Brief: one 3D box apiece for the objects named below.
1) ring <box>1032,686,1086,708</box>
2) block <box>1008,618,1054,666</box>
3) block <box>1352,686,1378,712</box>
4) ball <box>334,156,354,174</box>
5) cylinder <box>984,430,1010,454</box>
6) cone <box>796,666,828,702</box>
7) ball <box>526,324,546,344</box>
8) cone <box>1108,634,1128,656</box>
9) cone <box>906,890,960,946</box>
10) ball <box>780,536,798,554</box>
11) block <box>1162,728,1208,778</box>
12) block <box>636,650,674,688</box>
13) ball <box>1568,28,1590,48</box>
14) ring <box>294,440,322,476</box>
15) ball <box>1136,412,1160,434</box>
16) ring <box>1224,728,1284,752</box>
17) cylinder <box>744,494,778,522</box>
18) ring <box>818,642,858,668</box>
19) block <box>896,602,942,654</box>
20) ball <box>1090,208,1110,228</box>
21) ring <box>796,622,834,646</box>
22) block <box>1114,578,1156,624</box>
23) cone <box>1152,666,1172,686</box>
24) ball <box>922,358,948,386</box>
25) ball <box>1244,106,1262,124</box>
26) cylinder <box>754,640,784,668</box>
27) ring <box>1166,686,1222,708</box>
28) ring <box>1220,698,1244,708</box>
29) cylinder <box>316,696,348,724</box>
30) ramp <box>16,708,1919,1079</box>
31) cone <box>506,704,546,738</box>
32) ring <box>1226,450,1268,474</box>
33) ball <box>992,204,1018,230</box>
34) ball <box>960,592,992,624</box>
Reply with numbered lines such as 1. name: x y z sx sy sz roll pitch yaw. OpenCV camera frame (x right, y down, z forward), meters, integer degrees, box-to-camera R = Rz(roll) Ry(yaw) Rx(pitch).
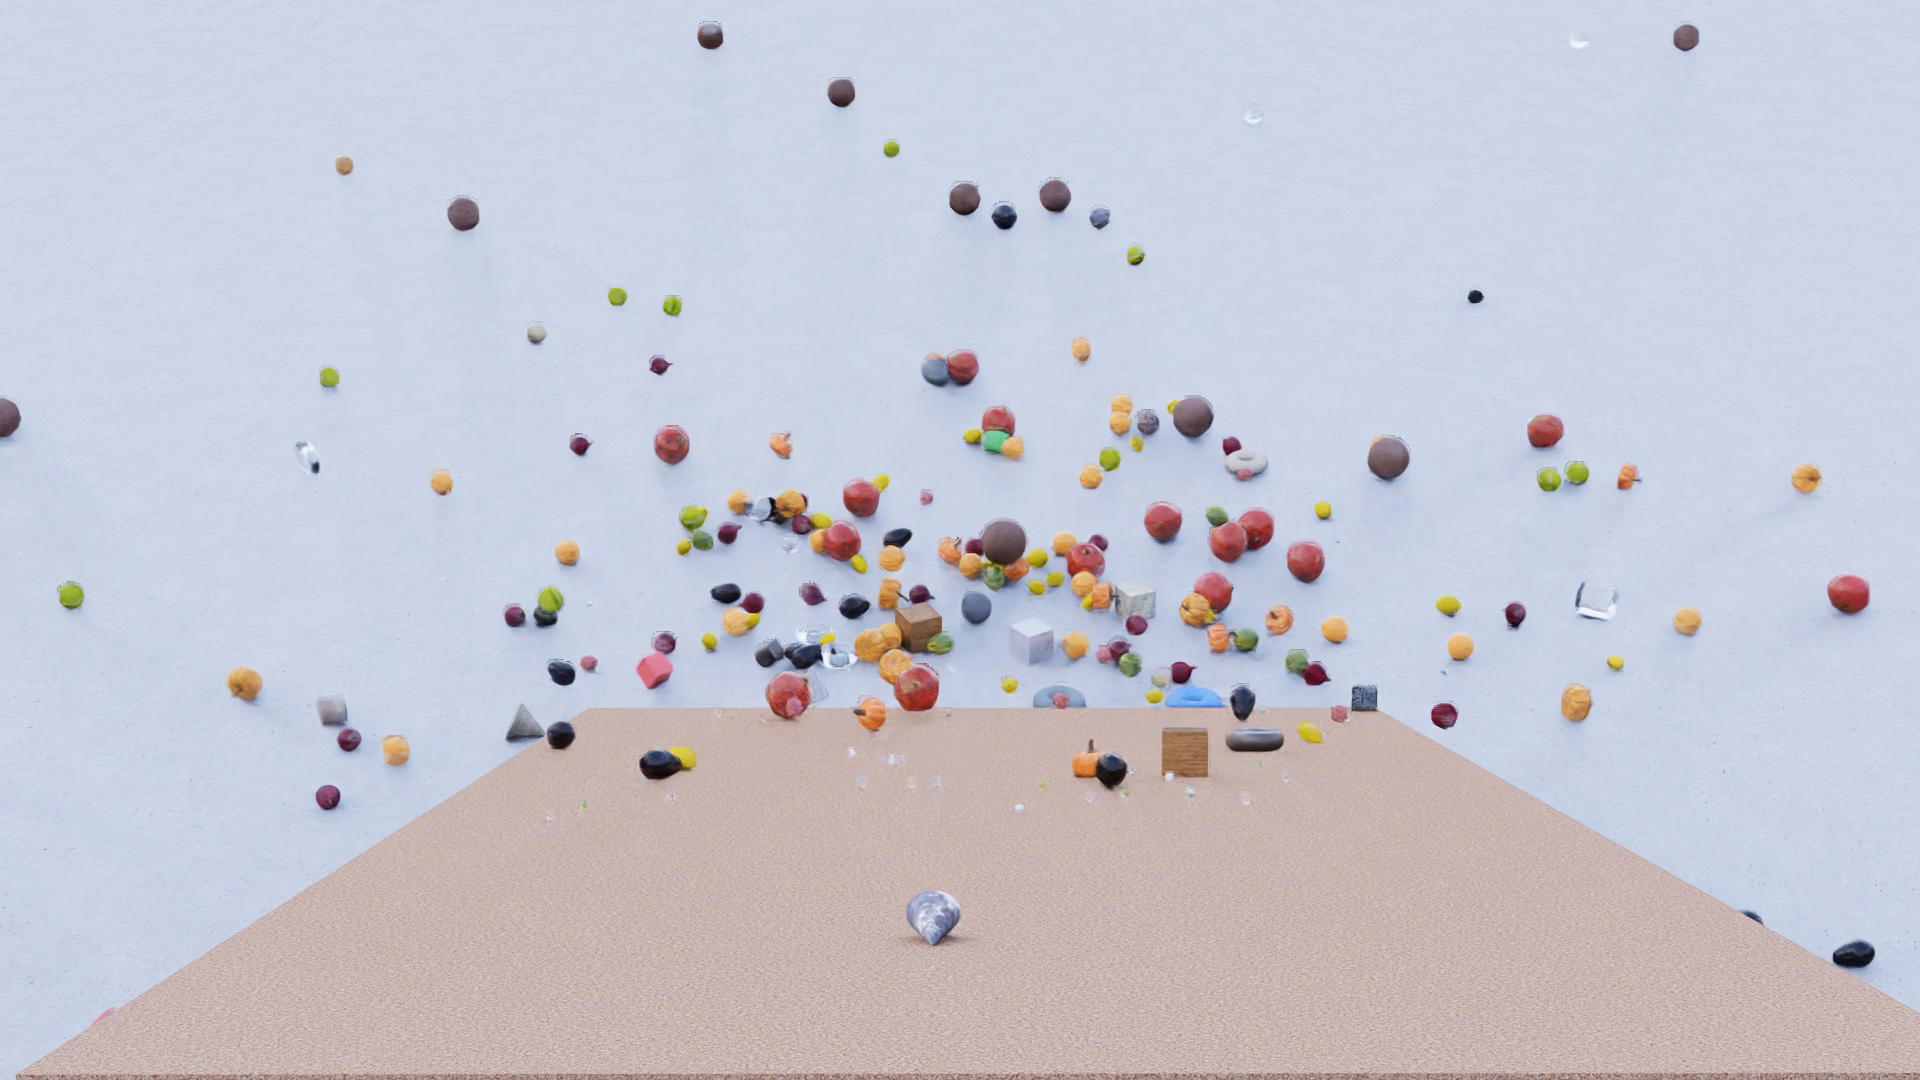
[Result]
1. ring: 0.259 0.424 6.728 0.139 0.046 0.139 1 25 0
2. block: 0.193 0.275 6.991 0.086 0.086 0.086 -18 31 -33
3. block: 1.021 0.398 6.494 0.060 0.060 0.060 0 2 13
4. ball: -2.589 -1.576 10.842 0.081 0.081 0.081 0 26 0
5. cylinder: 0.118 -0.312 8.233 0.066 0.066 0.066 6 26 13
6. cone: -0.390 0.367 6.794 0.090 0.090 0.090 0 26 0
7. ball: -1.492 -0.728 9.092 0.070 0.070 0.070 0 26 0
8. cone: 0.419 0.288 7.029 0.057 0.057 0.057 -13 -1 -25
9. cone: -0.034 0.496 3.285 0.071 0.071 0.071 0 28 1
10. ball: -0.499 0.014 7.570 0.053 0.053 0.053 0 26 0
11. block: 0.446 0.420 5.105 0.090 0.090 0.090 0 1 6
12. block: -0.810 0.345 6.845 0.062 0.062 0.062 -24 70 -40
13. ball: 3.040 -2.462 12.659 0.100 0.100 0.100 0 26 0
14. ring: -2.038 -0.256 8.059 0.039 0.117 0.117 -30 38 -35
15. ball: 0.611 -0.380 8.361 0.077 0.077 0.077 0 26 0
16. ring: 0.636 0.431 5.575 0.129 0.043 0.129 -1 2 0
17. cylinder: -0.599 -0.096 7.752 0.077 0.077 0.077 -16 14 -30
18. ring: -0.330 0.311 6.972 0.112 0.037 0.112 1 26 0
19. block: -0.113 0.241 7.051 0.096 0.096 0.096 -12 28 -24
20. ball: 0.554 -1.275 10.215 0.081 0.081 0.081 0 26 0
21. ring: -0.399 0.259 7.084 0.105 0.035 0.105 0 27 0
22. block: 0.490 0.171 7.209 0.084 0.084 0.084 -12 28 -24
23. cone: 0.544 0.373 6.813 0.058 0.058 0.058 -8 23 -16
24. ball: -0.085 -0.570 8.741 0.091 0.091 0.091 0 26 0
25. ball: 1.308 -1.896 11.500 0.086 0.086 0.086 0 26 0
26. cylinder: -0.513 0.307 6.932 0.057 0.057 0.057 -30 10 31
27. ring: 0.606 0.423 6.696 0.145 0.048 0.145 -1 20 0
28. ring: 0.703 0.436 6.725 0.080 0.027 0.080 -1 26 1
29. cylinder: -1.624 0.441 6.670 0.065 0.065 0.065 -11 28 -21
30. ramp: 0.058 0.529 4.566 2.000 0.100 4.000 0 1 0
31. cone: -1.100 0.481 6.611 0.096 0.096 0.096 25 24 -10
32. ring: 0.902 -0.243 8.115 0.136 0.045 0.136 -1 25 0
33. ball: 0.176 -1.280 10.204 0.099 0.099 0.099 0 26 0
34. ball: 0.045 0.189 7.169 0.086 0.086 0.086 0 26 0
